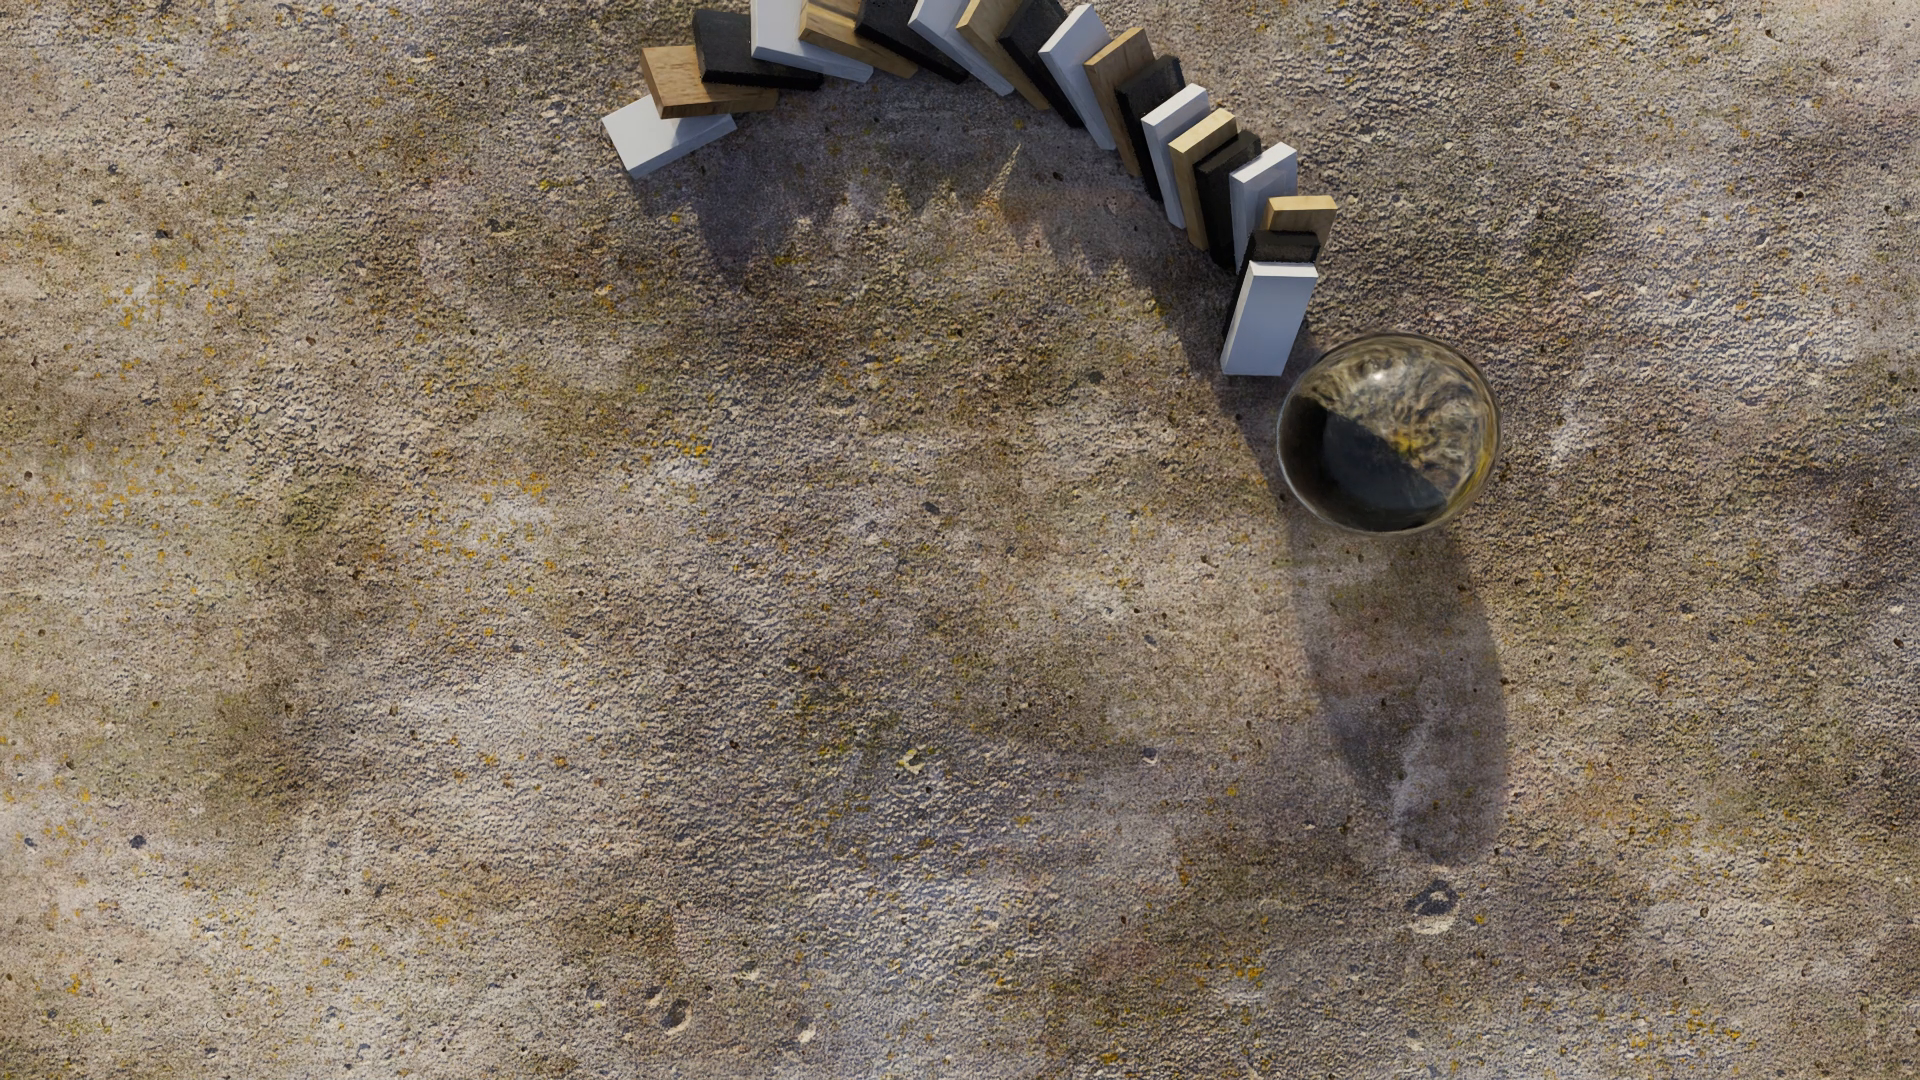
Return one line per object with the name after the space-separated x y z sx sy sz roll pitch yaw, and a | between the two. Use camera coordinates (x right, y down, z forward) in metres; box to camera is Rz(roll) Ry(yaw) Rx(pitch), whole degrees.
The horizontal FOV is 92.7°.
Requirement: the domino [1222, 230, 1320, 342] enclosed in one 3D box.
0.127 -0.102 0.378 0.025 0.050 0.010 2 51 0 | domino

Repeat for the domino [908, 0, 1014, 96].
0.006 -0.213 0.384 0.050 0.010 0.025 24 90 -28 | domino

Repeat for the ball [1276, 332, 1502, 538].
0.167 -0.041 0.360 0.080 0.080 0.080 0 90 0 | ball

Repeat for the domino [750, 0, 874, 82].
-0.062 -0.212 0.385 0.050 0.009 0.025 -1 90 -27 | domino

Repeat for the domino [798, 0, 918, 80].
-0.041 -0.216 0.384 0.050 0.009 0.025 7 88 -27 | domino

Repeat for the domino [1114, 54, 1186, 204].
0.084 -0.170 0.380 0.025 0.010 0.050 -35 130 0 | domino

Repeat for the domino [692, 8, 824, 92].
-0.084 -0.205 0.384 0.050 0.010 0.025 -9 89 -27 | domino

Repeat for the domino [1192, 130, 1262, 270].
0.113 -0.139 0.378 0.025 0.050 0.010 -35 51 0 | domino

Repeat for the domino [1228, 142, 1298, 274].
0.125 -0.133 0.377 0.025 0.050 0.010 -32 50 -4 | domino

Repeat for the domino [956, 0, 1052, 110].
0.025 -0.207 0.382 0.050 0.010 0.025 29 90 -34 | domino

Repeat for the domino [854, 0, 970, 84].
-0.017 -0.215 0.384 0.050 0.010 0.025 14 90 -28 | domino

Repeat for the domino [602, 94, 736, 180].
-0.125 -0.180 0.395 0.050 0.010 0.025 -27 90 0 | domino

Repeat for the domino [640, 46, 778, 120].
-0.105 -0.193 0.384 0.050 0.010 0.025 -20 89 -28 | domino

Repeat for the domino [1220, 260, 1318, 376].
0.126 -0.090 0.378 0.025 0.050 0.010 2 51 0 | domino

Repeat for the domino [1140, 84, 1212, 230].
0.094 -0.157 0.379 0.025 0.050 0.010 -35 46 0 | domino

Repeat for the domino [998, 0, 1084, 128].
0.041 -0.200 0.382 0.050 0.009 0.025 34 90 -36 | domino

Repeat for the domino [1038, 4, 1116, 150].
0.057 -0.191 0.381 0.025 0.009 0.050 -49 126 0 | domino

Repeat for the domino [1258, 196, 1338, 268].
0.134 -0.116 0.377 0.025 0.050 0.009 -2 51 -2 | domino

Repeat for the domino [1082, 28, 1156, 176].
0.073 -0.182 0.382 0.025 0.010 0.050 -36 126 0 | domino

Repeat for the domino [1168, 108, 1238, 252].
0.104 -0.147 0.378 0.025 0.050 0.009 -35 51 0 | domino
